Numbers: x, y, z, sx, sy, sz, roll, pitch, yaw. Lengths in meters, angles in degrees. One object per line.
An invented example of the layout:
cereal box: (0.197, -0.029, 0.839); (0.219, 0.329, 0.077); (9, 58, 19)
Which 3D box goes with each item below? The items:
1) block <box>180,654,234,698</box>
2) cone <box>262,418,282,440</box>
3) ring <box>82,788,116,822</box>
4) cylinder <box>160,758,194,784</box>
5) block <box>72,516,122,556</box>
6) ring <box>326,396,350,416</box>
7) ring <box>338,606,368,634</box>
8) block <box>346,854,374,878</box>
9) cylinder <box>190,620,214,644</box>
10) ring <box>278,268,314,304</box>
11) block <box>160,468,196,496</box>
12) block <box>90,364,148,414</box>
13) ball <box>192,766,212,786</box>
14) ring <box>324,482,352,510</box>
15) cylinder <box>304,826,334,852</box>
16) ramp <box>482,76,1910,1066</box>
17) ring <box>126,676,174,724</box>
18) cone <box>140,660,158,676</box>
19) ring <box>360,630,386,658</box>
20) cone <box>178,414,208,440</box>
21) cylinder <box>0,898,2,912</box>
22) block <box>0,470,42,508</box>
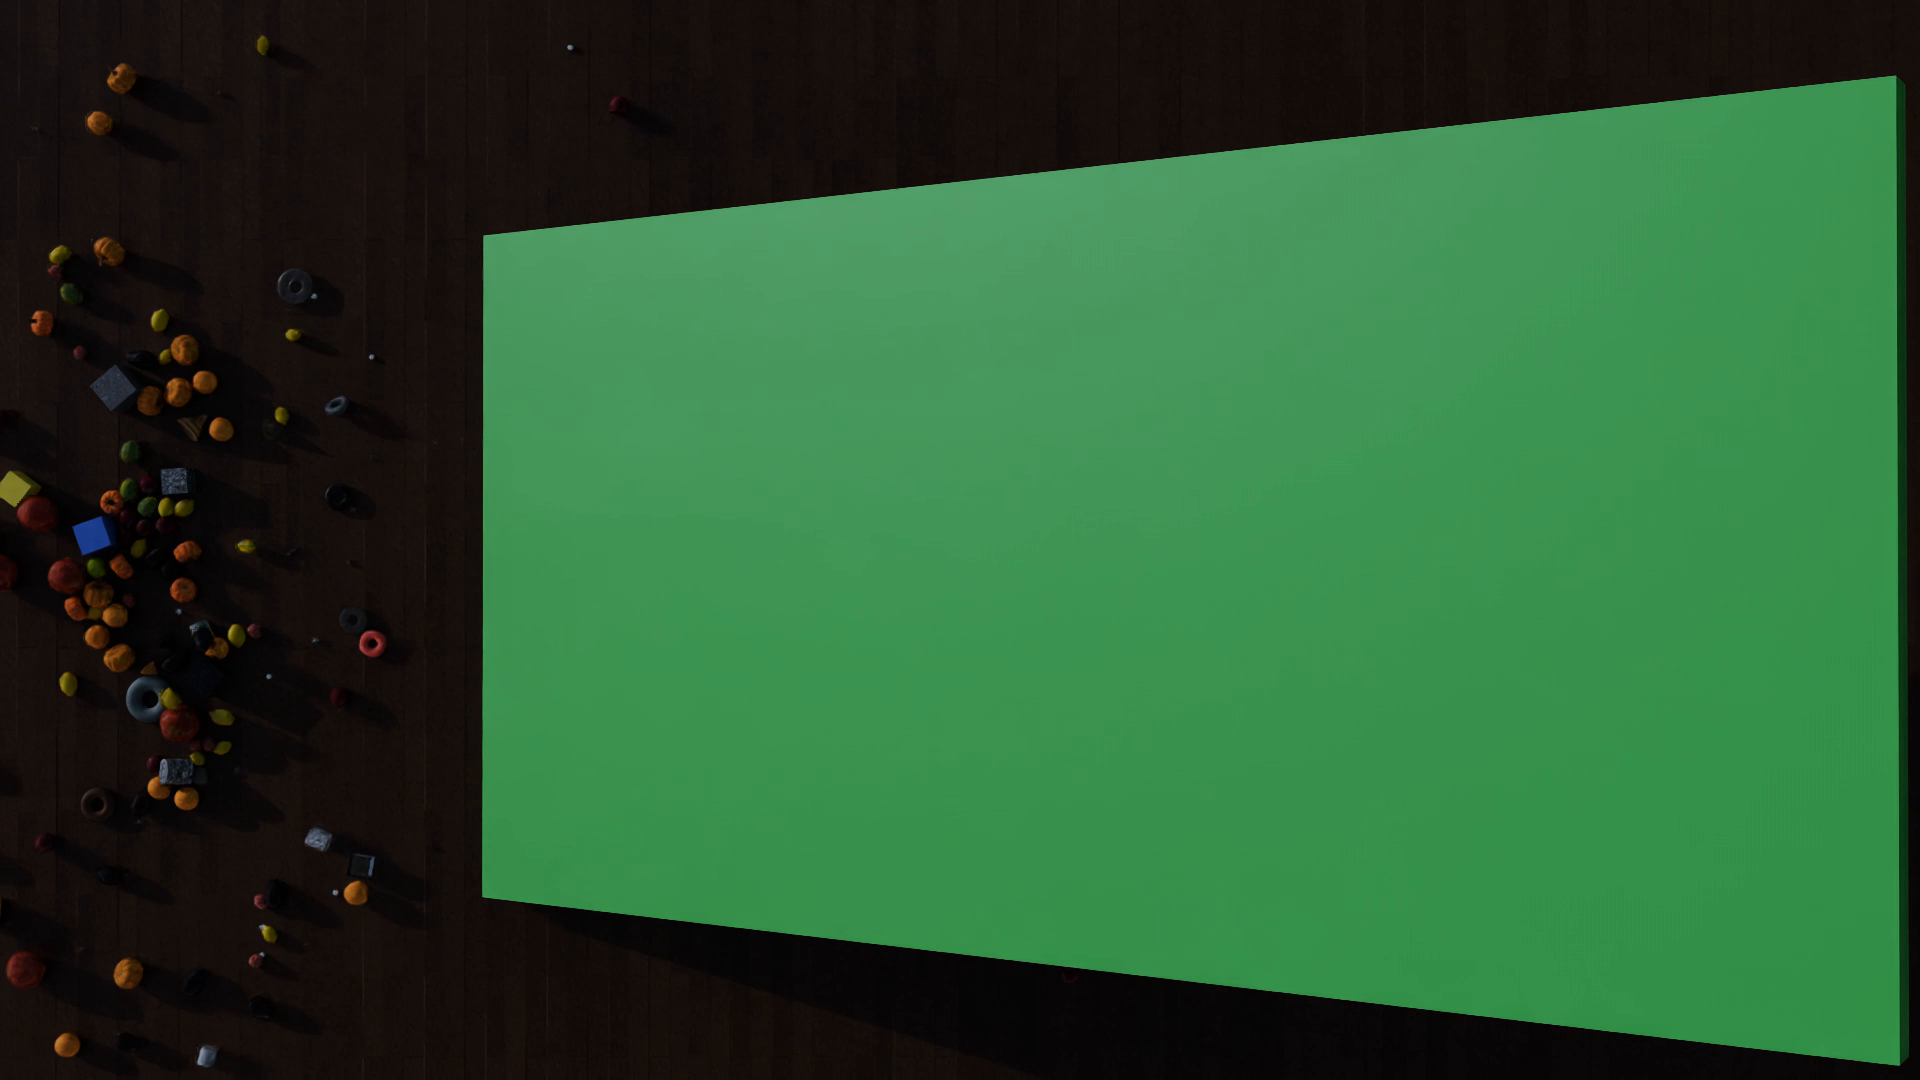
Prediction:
block: (-2.286, 0.414, 6.681); (0.093, 0.093, 0.093); (40, 90, 0)
cone: (-2.107, -0.340, 6.701); (0.066, 0.066, 0.066); (0, 89, 0)
ring: (-2.628, 0.807, 6.707); (0.108, 0.036, 0.108); (0, 88, 0)
cylinder: (-2.377, 0.703, 6.671); (0.078, 0.078, 0.078); (5, 89, -38)
block: (-2.622, -0.012, 6.686); (0.092, 0.092, 0.092); (-20, 90, 0)
ring: (-1.897, -0.408, 6.704); (0.078, 0.078, 0.026); (-26, 133, 0)
ring: (-1.853, 0.244, 6.715); (0.088, 0.029, 0.088); (0, 88, -1)
block: (-1.824, 0.993, 6.693); (0.061, 0.061, 0.061); (10, 90, 0)
cylinder: (-2.310, 0.280, 6.701); (0.057, 0.057, 0.057); (-26, 90, 0)
ring: (-2.030, -0.775, 6.720); (0.113, 0.038, 0.113); (0, 90, -1)
block: (-2.379, -0.178, 6.695); (0.077, 0.077, 0.077); (-4, 90, 0)
block: (-2.555, -0.459, 6.686); (0.100, 0.100, 0.100); (-40, 90, 0)
ball: (-2.310, 0.717, 6.696); (0.060, 0.060, 0.060); (0, 90, 0)
ring: (-1.898, -0.132, 6.719); (0.086, 0.029, 0.086); (0, 91, 1)
cylinder: (-1.950, 0.909, 6.693); (0.062, 0.062, 0.062); (25, 90, 0)
ramp: (0.254, 0.070, 5.586); (4.000, 0.100, 2.000); (0, 89, 33)
ring: (-2.467, 0.485, 6.703); (0.149, 0.050, 0.149); (0, 91, 0)
cone: (-2.463, 0.407, 6.716); (0.054, 0.054, 0.054); (-37, 116, 0)
ring: (-1.792, 0.317, 6.715); (0.083, 0.028, 0.083); (0, 90, -1)
cone: (-2.327, -0.362, 6.716); (0.085, 0.085, 0.085); (45, 63, 0)
cylinder: (-2.957, 1.130, 6.683); (0.078, 0.078, 0.078); (7, 90, 0)
block: (-2.867, -0.154, 6.692); (0.081, 0.081, 0.081); (37, 90, 0)
